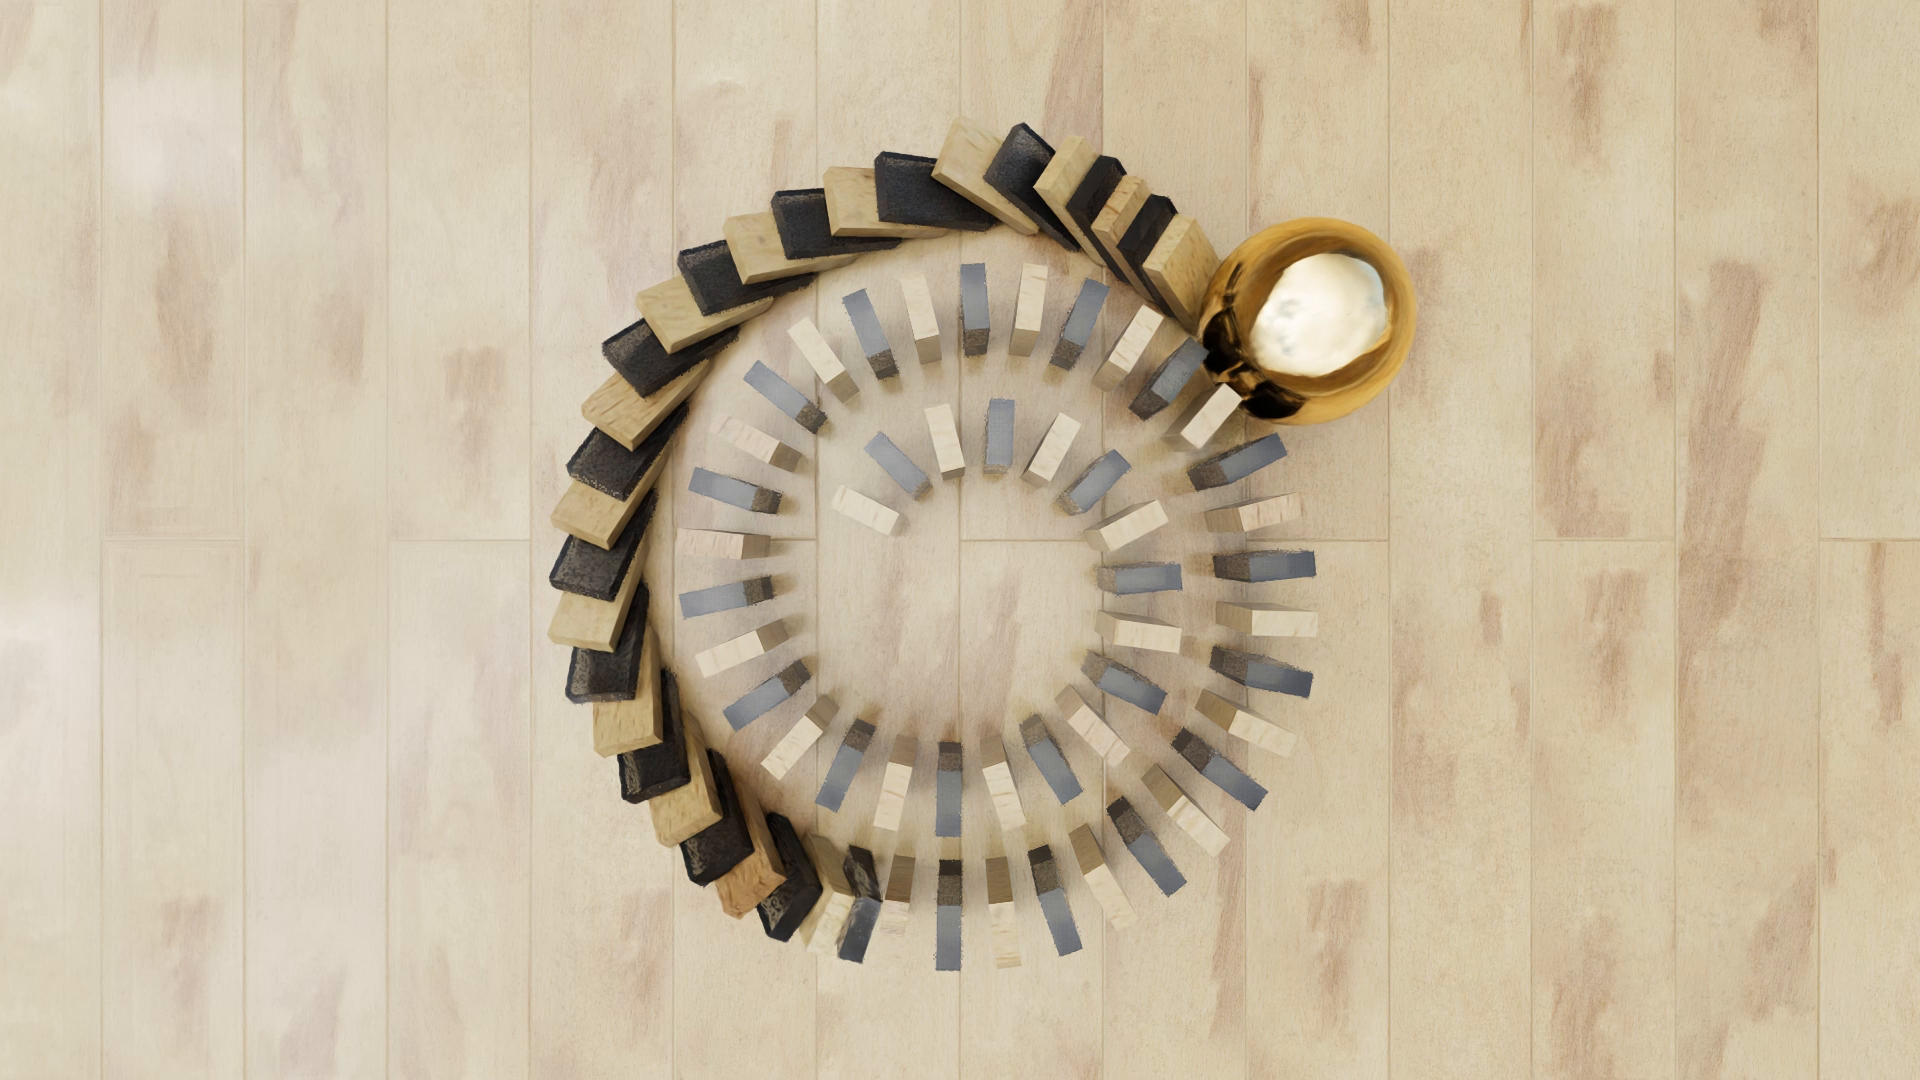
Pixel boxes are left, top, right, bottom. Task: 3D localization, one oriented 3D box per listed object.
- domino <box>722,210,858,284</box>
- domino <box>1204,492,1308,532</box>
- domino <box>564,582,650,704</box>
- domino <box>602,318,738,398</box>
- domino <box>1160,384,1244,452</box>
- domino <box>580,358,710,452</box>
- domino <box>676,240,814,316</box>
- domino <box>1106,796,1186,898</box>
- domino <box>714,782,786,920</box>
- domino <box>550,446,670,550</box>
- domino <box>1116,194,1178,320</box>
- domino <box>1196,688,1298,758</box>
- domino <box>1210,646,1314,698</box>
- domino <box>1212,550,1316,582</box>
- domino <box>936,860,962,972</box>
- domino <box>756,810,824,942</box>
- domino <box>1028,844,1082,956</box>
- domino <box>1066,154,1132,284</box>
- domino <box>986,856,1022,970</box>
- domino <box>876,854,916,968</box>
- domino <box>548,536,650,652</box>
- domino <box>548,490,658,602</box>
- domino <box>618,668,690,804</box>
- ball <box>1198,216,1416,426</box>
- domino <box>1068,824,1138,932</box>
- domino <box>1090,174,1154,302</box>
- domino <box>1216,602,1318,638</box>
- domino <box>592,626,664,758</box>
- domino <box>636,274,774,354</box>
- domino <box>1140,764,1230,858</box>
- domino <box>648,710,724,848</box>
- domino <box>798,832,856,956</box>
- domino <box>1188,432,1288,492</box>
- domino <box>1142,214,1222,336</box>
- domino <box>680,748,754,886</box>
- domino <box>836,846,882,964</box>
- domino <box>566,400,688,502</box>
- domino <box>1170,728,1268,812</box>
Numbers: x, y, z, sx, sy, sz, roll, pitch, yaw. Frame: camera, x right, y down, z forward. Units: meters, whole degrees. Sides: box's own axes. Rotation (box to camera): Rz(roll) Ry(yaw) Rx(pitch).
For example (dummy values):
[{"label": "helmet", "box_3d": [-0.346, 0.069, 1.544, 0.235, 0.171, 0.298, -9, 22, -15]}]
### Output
[{"label": "domino", "box_3d": [-0.071, -0.125, 0.384, 0.050, 0.010, 0.025, -21, 90, -28]}, {"label": "domino", "box_3d": [0.120, -0.011, 0.375, 0.025, 0.050, 0.010, -14, 90, 0]}, {"label": "domino", "box_3d": [-0.147, 0.042, 0.383, 0.025, 0.009, 0.050, -3, 59, 0]}, {"label": "domino", "box_3d": [-0.121, -0.084, 0.384, 0.025, 0.009, 0.050, 47, 61, 0]}, {"label": "domino", "box_3d": [0.097, -0.049, 0.374, 0.009, 0.050, 0.025, 41, 95, 0]}, {"label": "domino", "box_3d": [-0.131, -0.063, 0.384, 0.025, 0.009, 0.050, 34, 62, 0]}, {"label": "domino", "box_3d": [-0.089, -0.114, 0.384, 0.050, 0.009, 0.025, -27, 90, -28]}, {"label": "domino", "box_3d": [0.075, 0.124, 0.375, 0.009, 0.050, 0.025, -39, 90, 0]}, {"label": "domino", "box_3d": [-0.091, 0.127, 0.378, 0.025, 0.050, 0.010, -41, 131, 0]}, {"label": "domino", "box_3d": [-0.146, -0.023, 0.384, 0.025, 0.009, 0.050, 23, 62, 0]}, {"label": "domino", "box_3d": [0.085, -0.116, 0.378, 0.010, 0.050, 0.025, 33, 90, 42]}, {"label": "domino", "box_3d": [0.116, 0.074, 0.375, 0.025, 0.050, 0.009, 24, 90, 0]}, {"label": "domino", "box_3d": [0.122, 0.053, 0.375, 0.025, 0.050, 0.010, 11, 90, 0]}, {"label": "domino", "box_3d": [0.123, 0.010, 0.375, 0.025, 0.050, 0.009, -6, 90, 0]}, {"label": "domino", "box_3d": [-0.004, 0.152, 0.375, 0.010, 0.050, 0.025, 1, 90, 0]}, {"label": "domino", "box_3d": [-0.075, 0.137, 0.376, 0.010, 0.050, 0.025, 36, 90, -33]}, {"label": "domino", "box_3d": [0.038, 0.146, 0.375, 0.010, 0.050, 0.025, -20, 90, 0]}, {"label": "domino", "box_3d": [0.065, -0.131, 0.378, 0.010, 0.050, 0.025, 34, 90, 42]}, {"label": "domino", "box_3d": [0.017, 0.151, 0.375, 0.009, 0.050, 0.025, -7, 90, 0]}, {"label": "domino", "box_3d": [-0.026, 0.150, 0.375, 0.009, 0.050, 0.025, 8, 90, 0]}, {"label": "domino", "box_3d": [-0.150, 0.020, 0.384, 0.025, 0.010, 0.050, 8, 60, 0]}, {"label": "domino", "box_3d": [-0.149, -0.001, 0.384, 0.025, 0.009, 0.050, 13, 61, 0]}, {"label": "domino", "box_3d": [-0.129, 0.081, 0.382, 0.025, 0.009, 0.050, -22, 56, 0]}, {"label": "ball", "box_3d": [0.135, -0.085, 0.360, 0.080, 0.080, 0.080, 0, 90, 0]}, {"label": "domino", "box_3d": [0.058, 0.137, 0.375, 0.010, 0.050, 0.025, -31, 90, 0]}, {"label": "domino", "box_3d": [0.075, -0.123, 0.378, 0.009, 0.050, 0.025, 34, 91, 42]}, {"label": "domino", "box_3d": [0.124, 0.032, 0.375, 0.025, 0.050, 0.009, 2, 90, 0]}, {"label": "domino", "box_3d": [-0.139, 0.063, 0.383, 0.025, 0.009, 0.050, -15, 58, 0]}, {"label": "domino", "box_3d": [-0.106, -0.100, 0.384, 0.050, 0.010, 0.025, -34, 89, -28]}, {"label": "domino", "box_3d": [0.091, 0.109, 0.375, 0.025, 0.050, 0.009, 44, 90, 0]}, {"label": "domino", "box_3d": [-0.117, 0.099, 0.381, 0.025, 0.010, 0.050, -30, 53, 0]}, {"label": "domino", "box_3d": [-0.058, 0.143, 0.375, 0.009, 0.050, 0.025, 25, 90, -23]}, {"label": "domino", "box_3d": [0.112, -0.031, 0.375, 0.025, 0.050, 0.009, -27, 90, 0]}, {"label": "domino", "box_3d": [0.096, -0.108, 0.378, 0.010, 0.050, 0.025, 33, 90, 42]}, {"label": "domino", "box_3d": [-0.105, 0.114, 0.380, 0.025, 0.010, 0.050, -35, 48, 0]}, {"label": "domino", "box_3d": [-0.043, 0.147, 0.375, 0.009, 0.050, 0.025, 19, 90, -11]}, {"label": "domino", "box_3d": [-0.139, -0.043, 0.384, 0.025, 0.009, 0.050, 25, 62, 0]}, {"label": "domino", "box_3d": [0.105, 0.093, 0.375, 0.025, 0.050, 0.010, 35, 90, 0]}]
